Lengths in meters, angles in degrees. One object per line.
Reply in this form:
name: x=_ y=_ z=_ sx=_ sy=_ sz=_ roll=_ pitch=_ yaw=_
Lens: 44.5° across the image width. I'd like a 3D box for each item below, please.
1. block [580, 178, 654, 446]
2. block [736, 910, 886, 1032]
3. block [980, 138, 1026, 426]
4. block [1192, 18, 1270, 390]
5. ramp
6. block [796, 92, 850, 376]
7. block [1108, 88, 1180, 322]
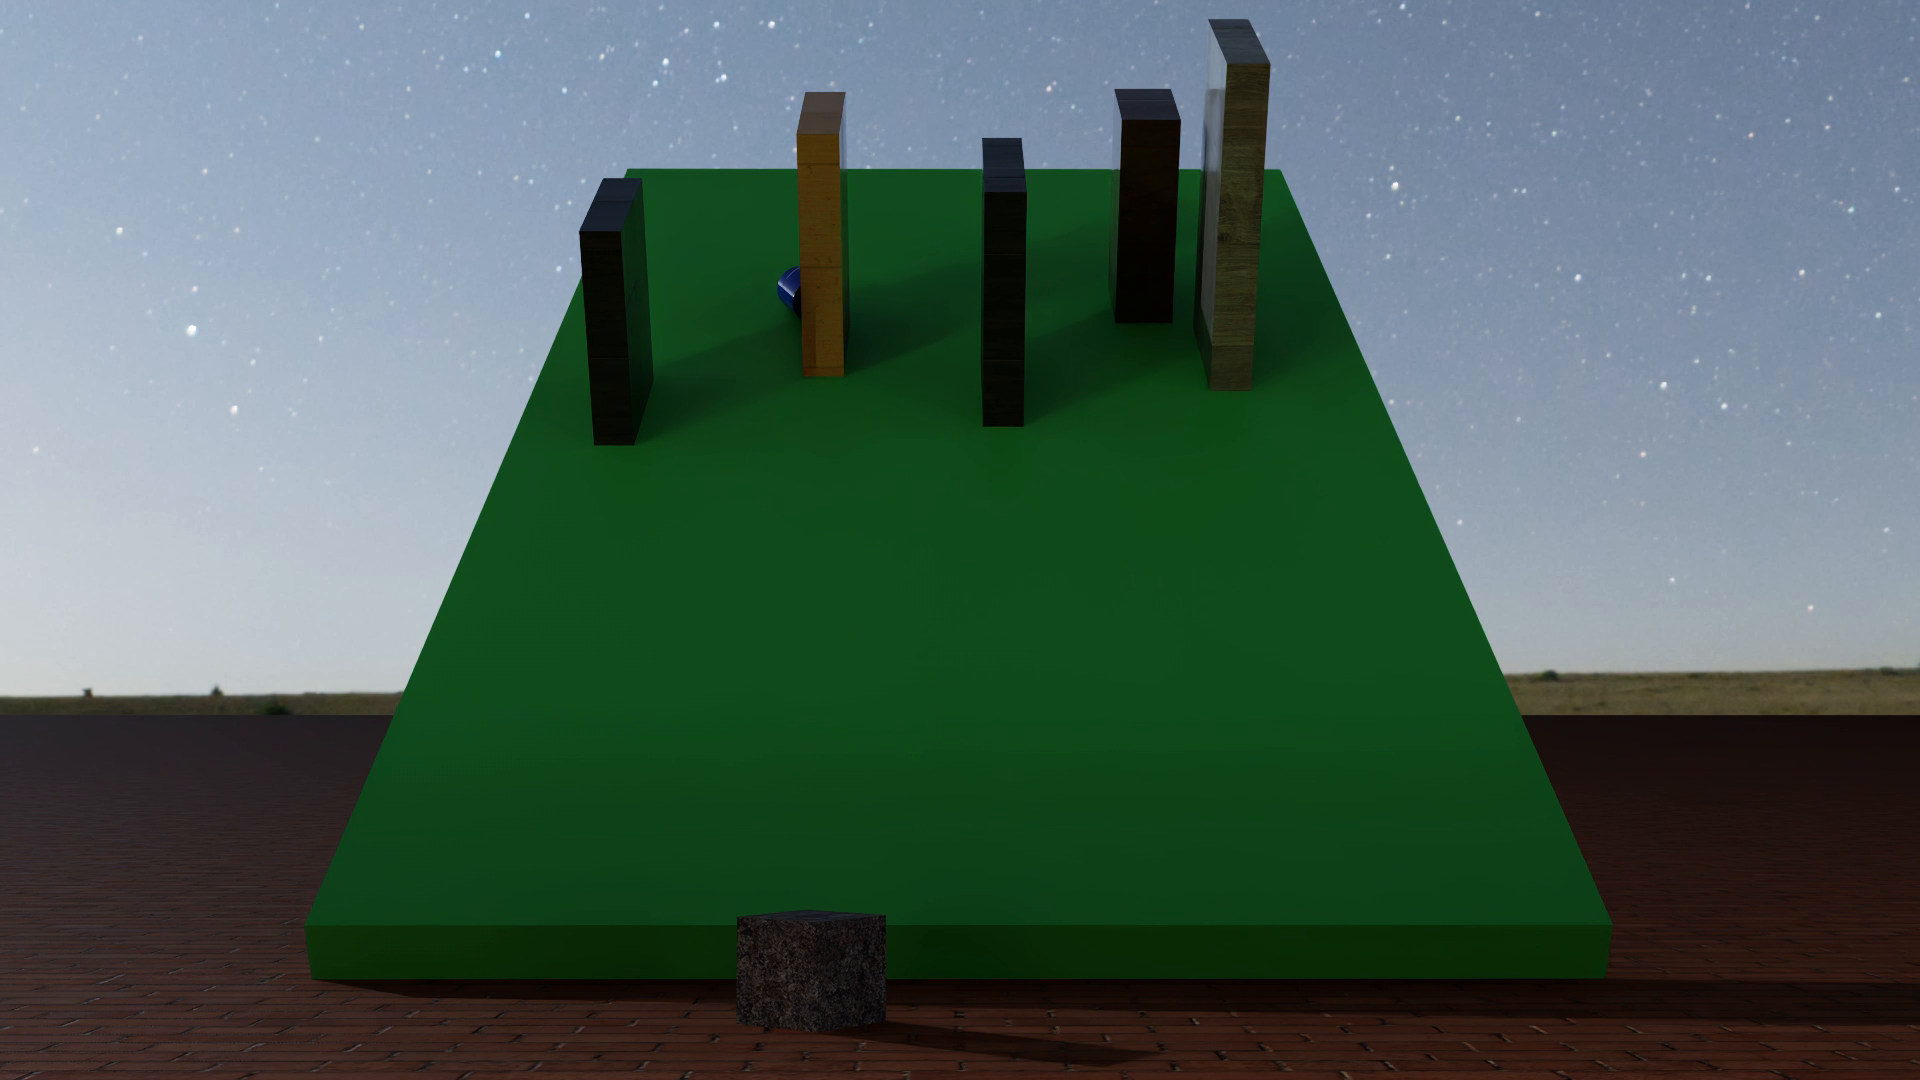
block: x=-0.775 y=-0.521 z=5.326 sx=0.089 sy=0.500 sz=0.389 roll=0 pitch=26 yaw=0
block: x=-0.198 y=0.572 z=3.133 sx=0.141 sy=0.141 sz=0.141 roll=-3 pitch=-5 yaw=37
block: x=0.098 y=-0.601 z=5.434 sx=0.092 sy=0.554 sz=0.427 roll=0 pitch=26 yaw=0
block: x=0.640 y=-0.799 z=5.587 sx=0.097 sy=0.783 sz=0.429 roll=0 pitch=26 yaw=0
ramp: x=-0.009 y=-0.229 z=5.415 sx=2.000 sy=0.100 sz=4.000 roll=0 pitch=26 yaw=0
block: x=-0.327 y=-0.741 z=5.677 sx=0.098 sy=0.596 sz=0.371 roll=0 pitch=26 yaw=0
block: x=0.467 y=-0.854 z=5.996 sx=0.145 sy=0.528 sz=0.293 roll=0 pitch=26 yaw=0
